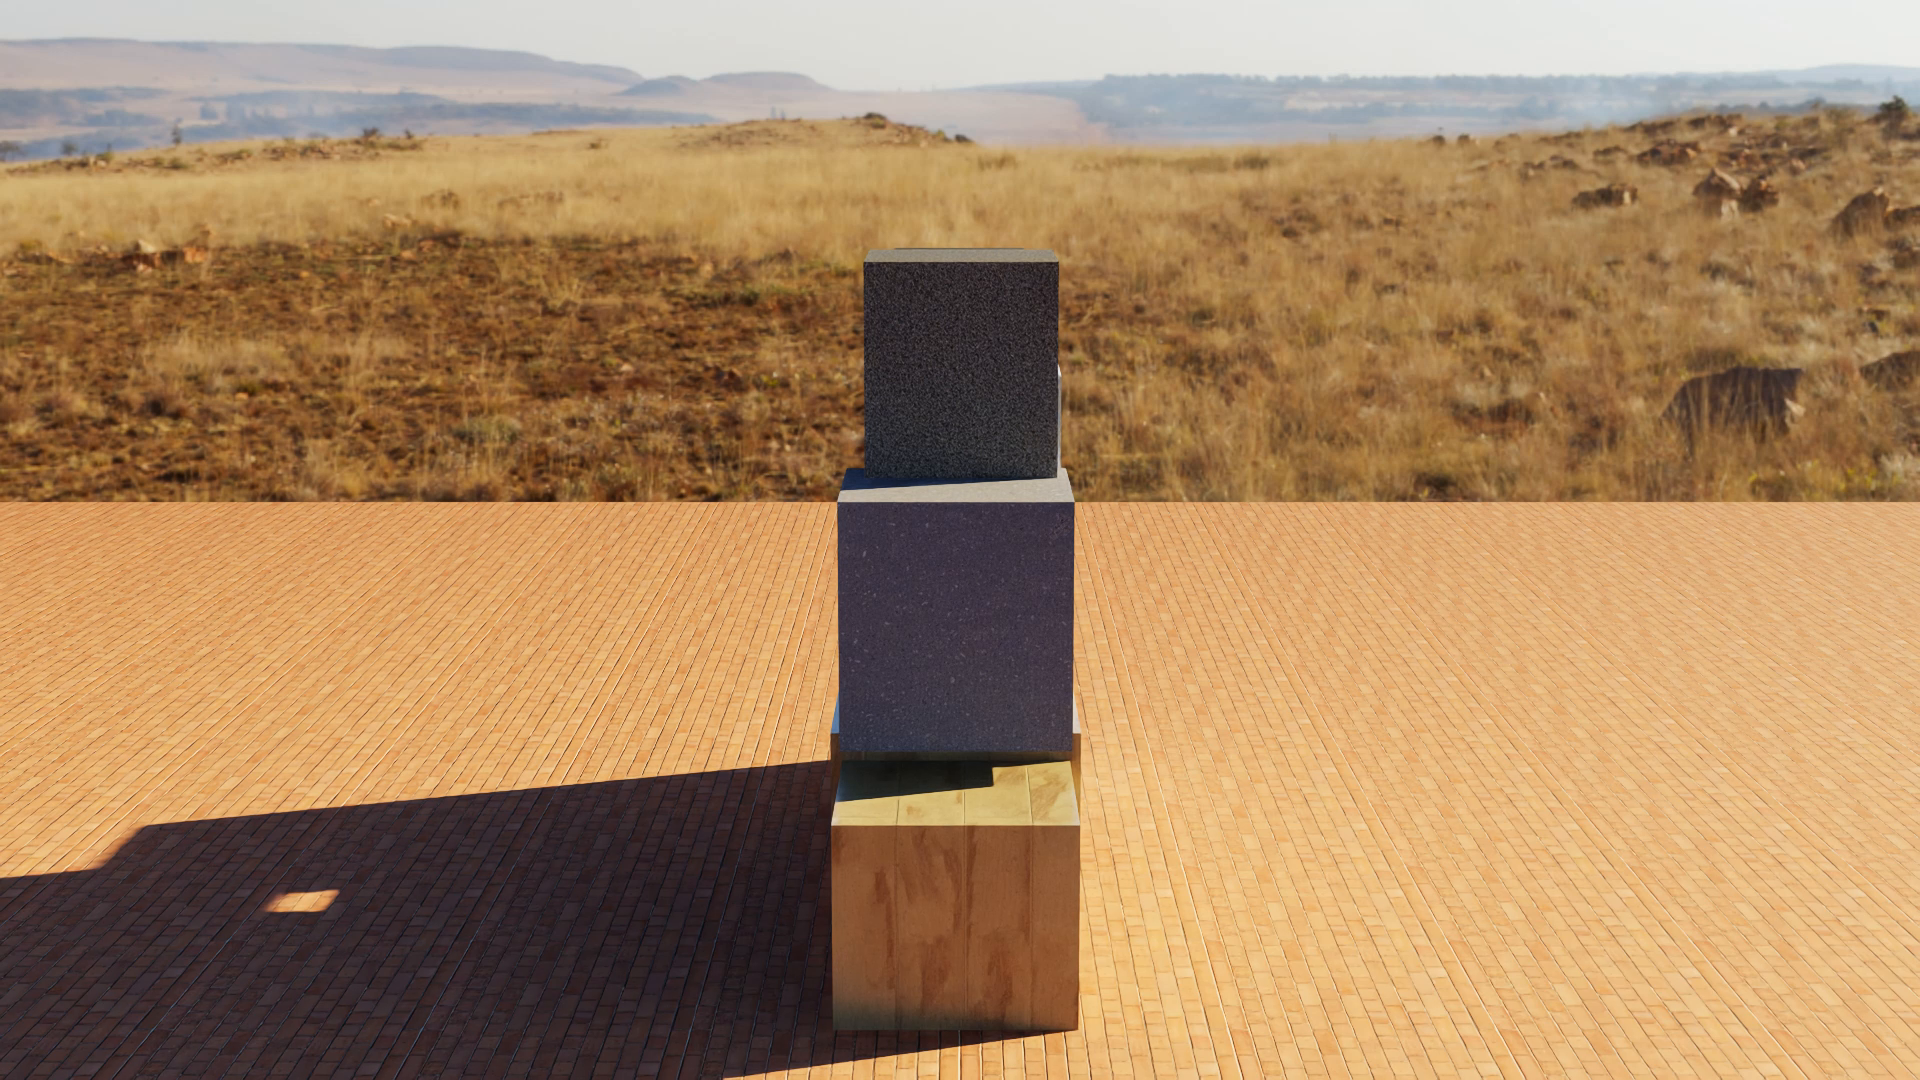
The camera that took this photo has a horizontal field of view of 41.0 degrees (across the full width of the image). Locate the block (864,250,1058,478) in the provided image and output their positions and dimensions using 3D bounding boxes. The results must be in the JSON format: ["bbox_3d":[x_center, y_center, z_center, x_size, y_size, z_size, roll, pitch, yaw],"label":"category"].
[{"bbox_3d":[0.005,-0.750,10.713,0.781,0.873,0.777,0,10,0],"label":"block"}]

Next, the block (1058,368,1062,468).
[{"bbox_3d":[0.014,-0.333,11.970,0.878,0.987,0.919,0,11,0],"label":"block"}]

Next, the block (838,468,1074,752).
[{"bbox_3d":[-0.016,0.262,10.336,0.911,0.985,0.856,0,10,0],"label":"block"}]

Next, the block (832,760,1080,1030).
[{"bbox_3d":[-0.016,1.354,9.912,0.913,0.790,0.900,0,10,0],"label":"block"}]

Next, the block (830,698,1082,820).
[{"bbox_3d":[-0.017,1.124,10.867,1.005,0.901,1.043,0,10,0],"label":"block"}]

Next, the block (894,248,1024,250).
[{"bbox_3d":[-0.004,-1.003,11.390,0.584,0.542,0.645,0,10,0],"label":"block"}]
